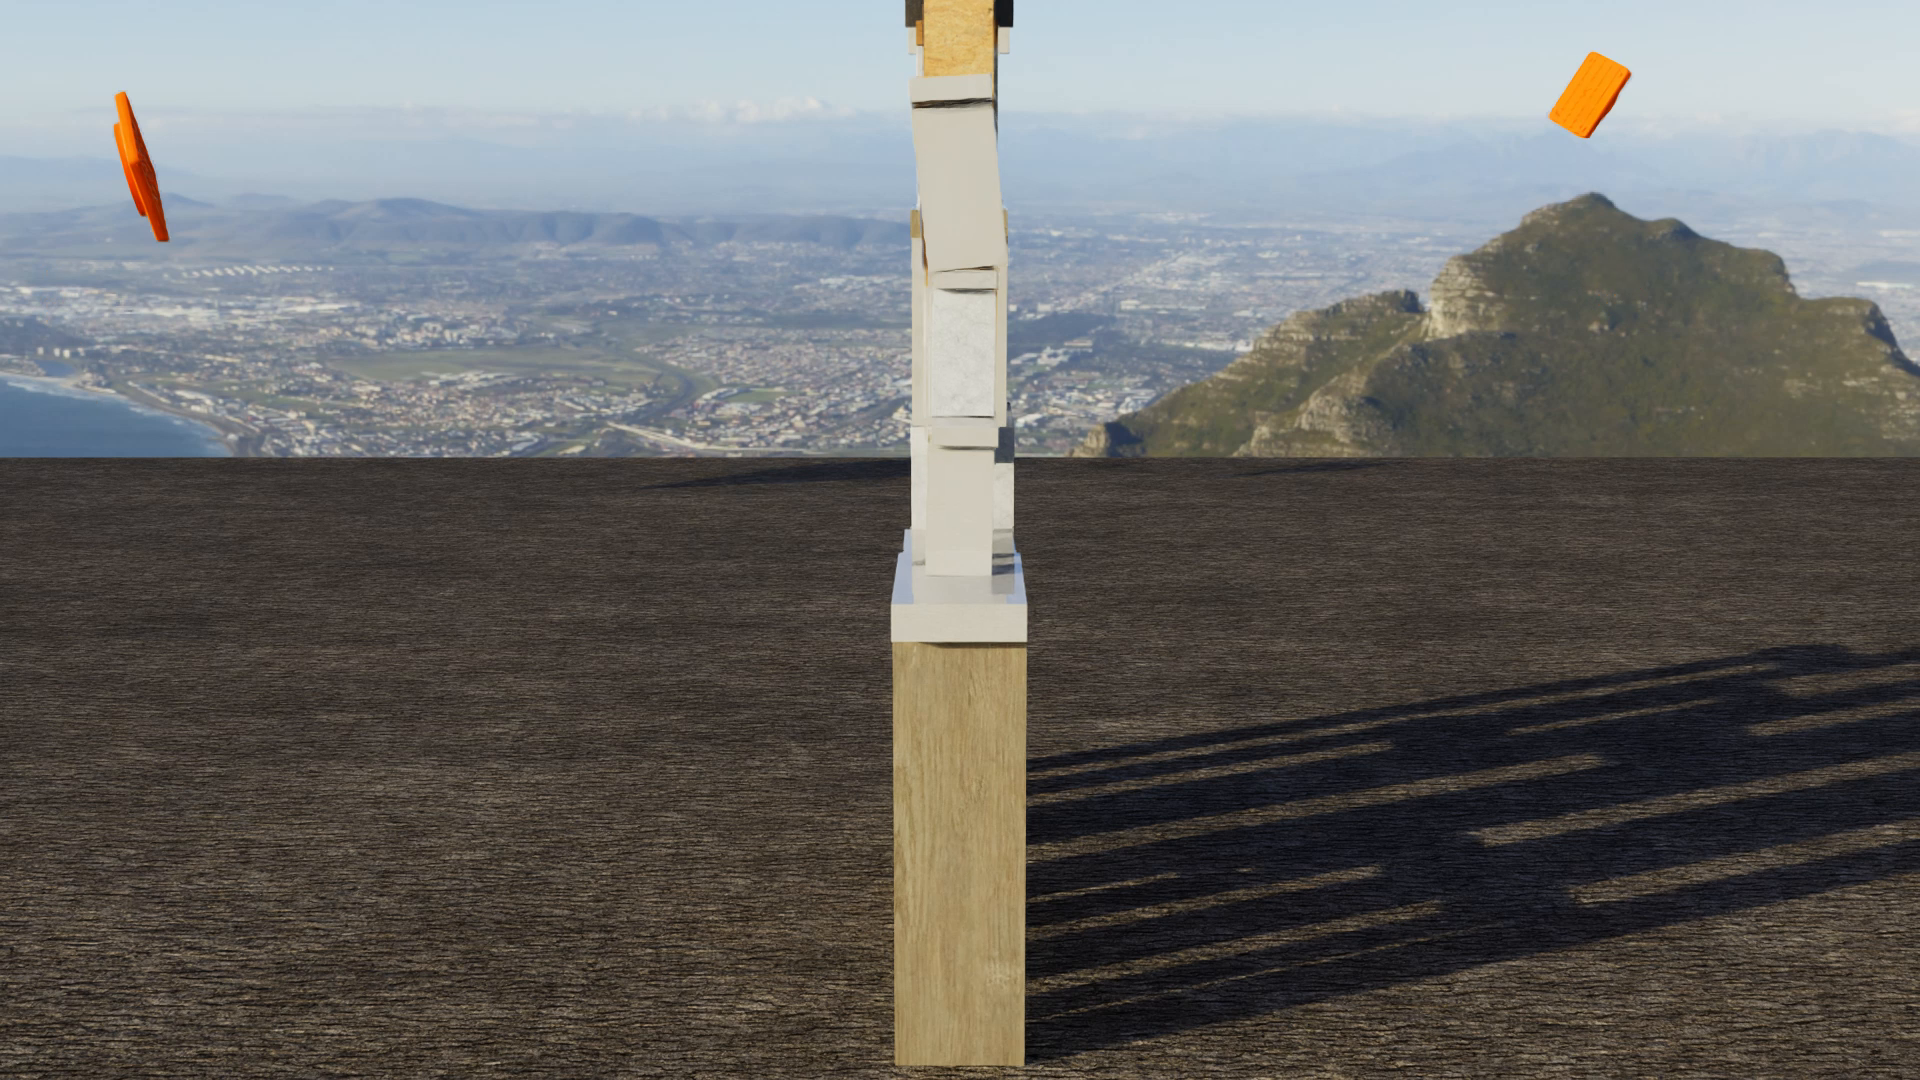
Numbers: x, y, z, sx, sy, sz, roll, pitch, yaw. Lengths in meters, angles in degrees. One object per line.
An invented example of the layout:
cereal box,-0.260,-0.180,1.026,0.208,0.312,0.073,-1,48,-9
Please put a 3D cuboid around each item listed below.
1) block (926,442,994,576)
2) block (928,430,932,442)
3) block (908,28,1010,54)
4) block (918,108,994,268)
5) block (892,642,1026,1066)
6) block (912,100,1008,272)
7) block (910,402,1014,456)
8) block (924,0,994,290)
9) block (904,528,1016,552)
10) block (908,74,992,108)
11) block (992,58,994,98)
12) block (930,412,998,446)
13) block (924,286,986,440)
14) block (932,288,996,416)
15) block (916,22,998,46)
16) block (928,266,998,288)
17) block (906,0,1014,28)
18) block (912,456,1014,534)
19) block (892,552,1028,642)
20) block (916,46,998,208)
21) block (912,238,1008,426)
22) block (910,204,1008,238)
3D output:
block,0.000,-0.043,3.015,0.091,0.182,0.026,1,14,0
block,-0.001,-0.064,3.134,0.091,0.182,0.026,0,14,0
block,-0.003,-1.040,3.809,0.176,0.388,0.050,0,10,1
block,-0.003,-0.505,3.157,0.110,0.220,0.031,-4,11,-5
block,0.000,0.416,2.963,0.176,0.600,0.050,0,11,0
block,0.000,-0.484,3.011,0.110,0.221,0.031,-6,13,0
block,0.004,-0.187,3.679,0.166,0.047,0.332,0,11,0
block,-0.001,-0.563,3.213,0.099,0.563,0.028,0,10,0
block,-0.001,0.038,3.371,0.172,0.049,0.344,0,11,0
block,-0.012,-0.620,3.058,0.110,0.031,0.220,-3,7,1
block,-0.001,-0.767,3.311,0.099,0.198,0.028,-1,11,-1
block,0.006,-0.155,3.050,0.091,0.026,0.182,1,10,-1
block,-0.007,-0.257,3.189,0.088,0.224,0.025,0,10,0
block,0.005,-0.261,3.065,0.088,0.175,0.025,1,6,-1
block,-0.005,-0.807,3.524,0.126,0.036,0.252,0,11,0
block,0.002,-0.371,3.114,0.088,0.025,0.175,-1,9,-4
block,-0.001,-1.014,3.575,0.176,0.353,0.050,0,11,0
block,0.005,0.019,3.604,0.166,0.332,0.047,0,11,0
block,-0.001,0.075,3.020,0.176,0.050,0.352,0,11,0
block,-0.005,-0.650,3.467,0.126,0.252,0.036,0,11,0
block,-0.001,-0.334,3.513,0.151,0.301,0.043,0,11,0
block,-0.001,-0.522,3.581,0.151,0.043,0.301,0,11,0
